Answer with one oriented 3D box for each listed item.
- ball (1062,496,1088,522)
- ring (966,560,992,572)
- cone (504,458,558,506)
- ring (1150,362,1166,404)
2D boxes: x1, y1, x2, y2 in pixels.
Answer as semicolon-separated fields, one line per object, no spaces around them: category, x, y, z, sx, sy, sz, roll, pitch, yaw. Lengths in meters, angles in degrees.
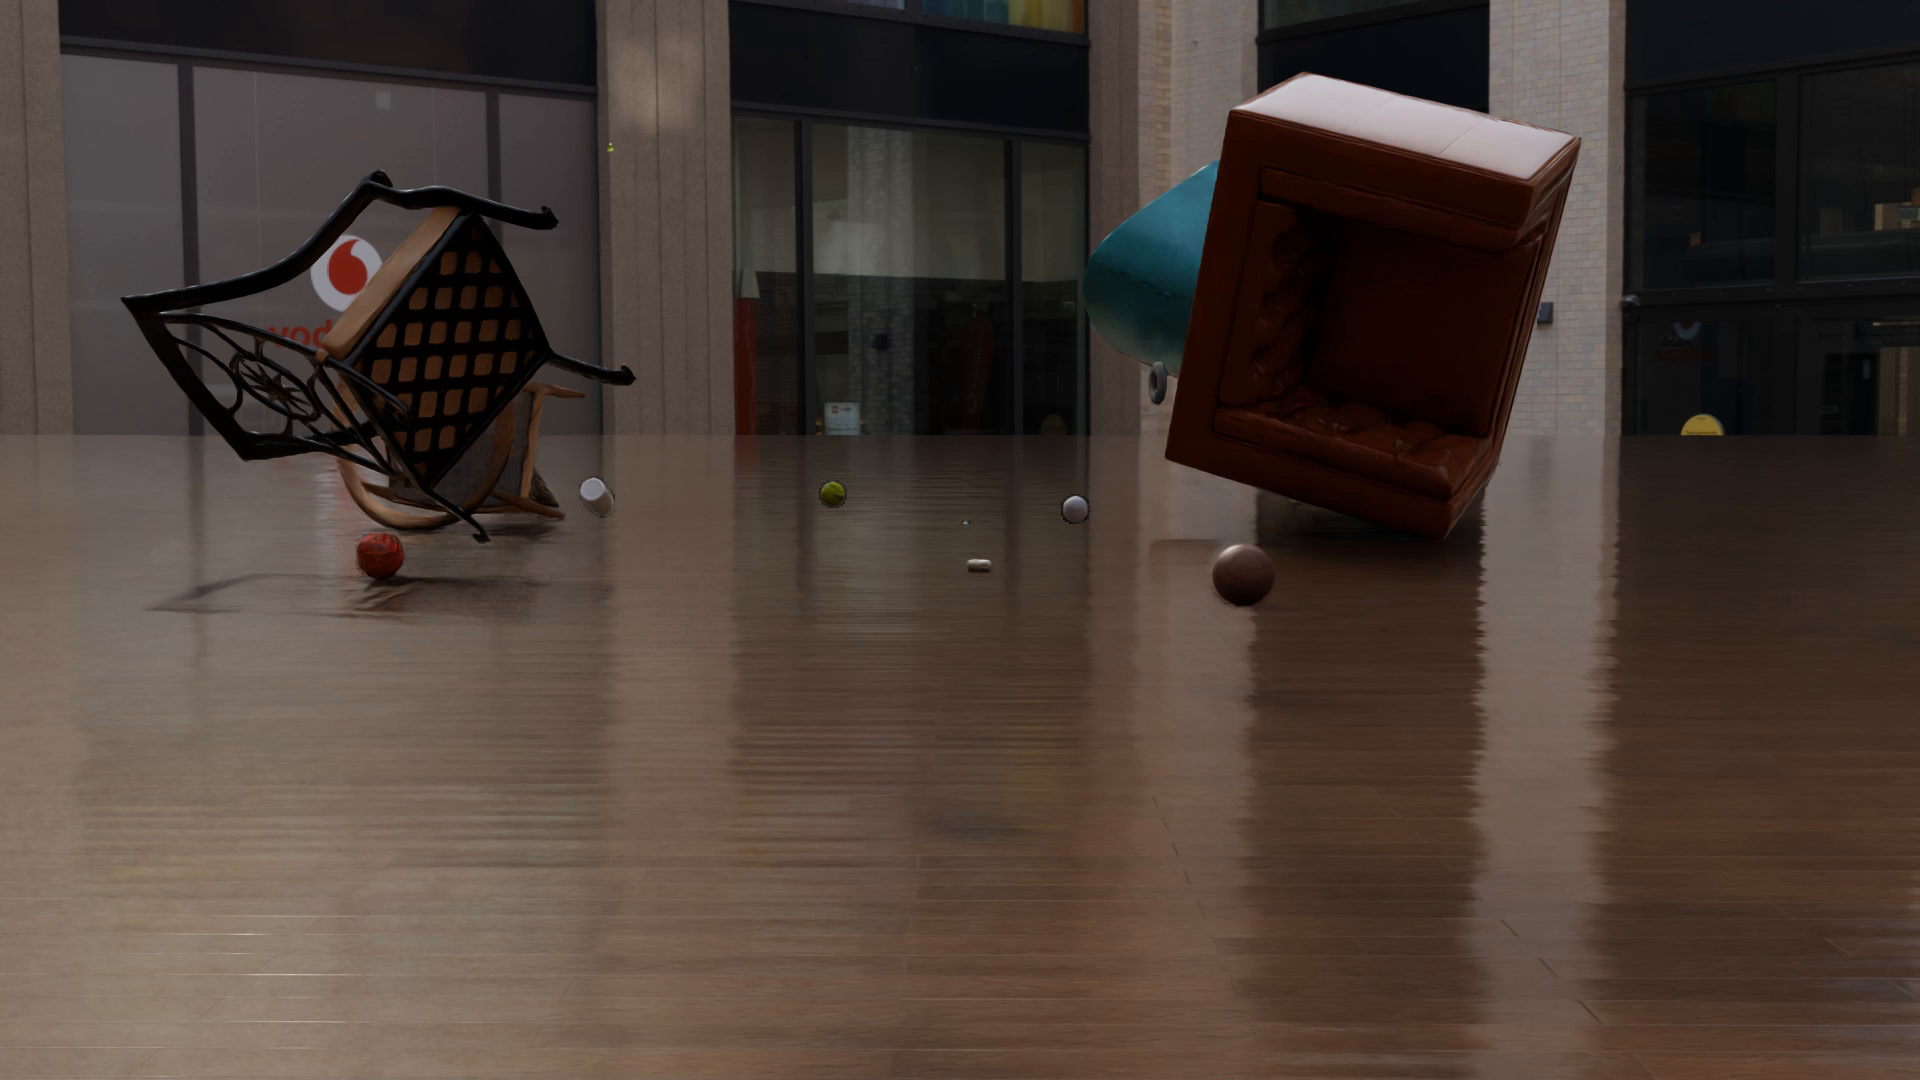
ball;0.378;-0.102;7.194;0.082;0.082;0.082;0;4;0
ring;0.047;0.064;5.408;0.061;0.028;0.081;-2;4;-18
cone;-1.612;-0.174;8.410;0.188;0.216;0.182;30;35;5
ring;0.589;-0.468;6.549;0.029;0.130;0.102;2;-3;-16
